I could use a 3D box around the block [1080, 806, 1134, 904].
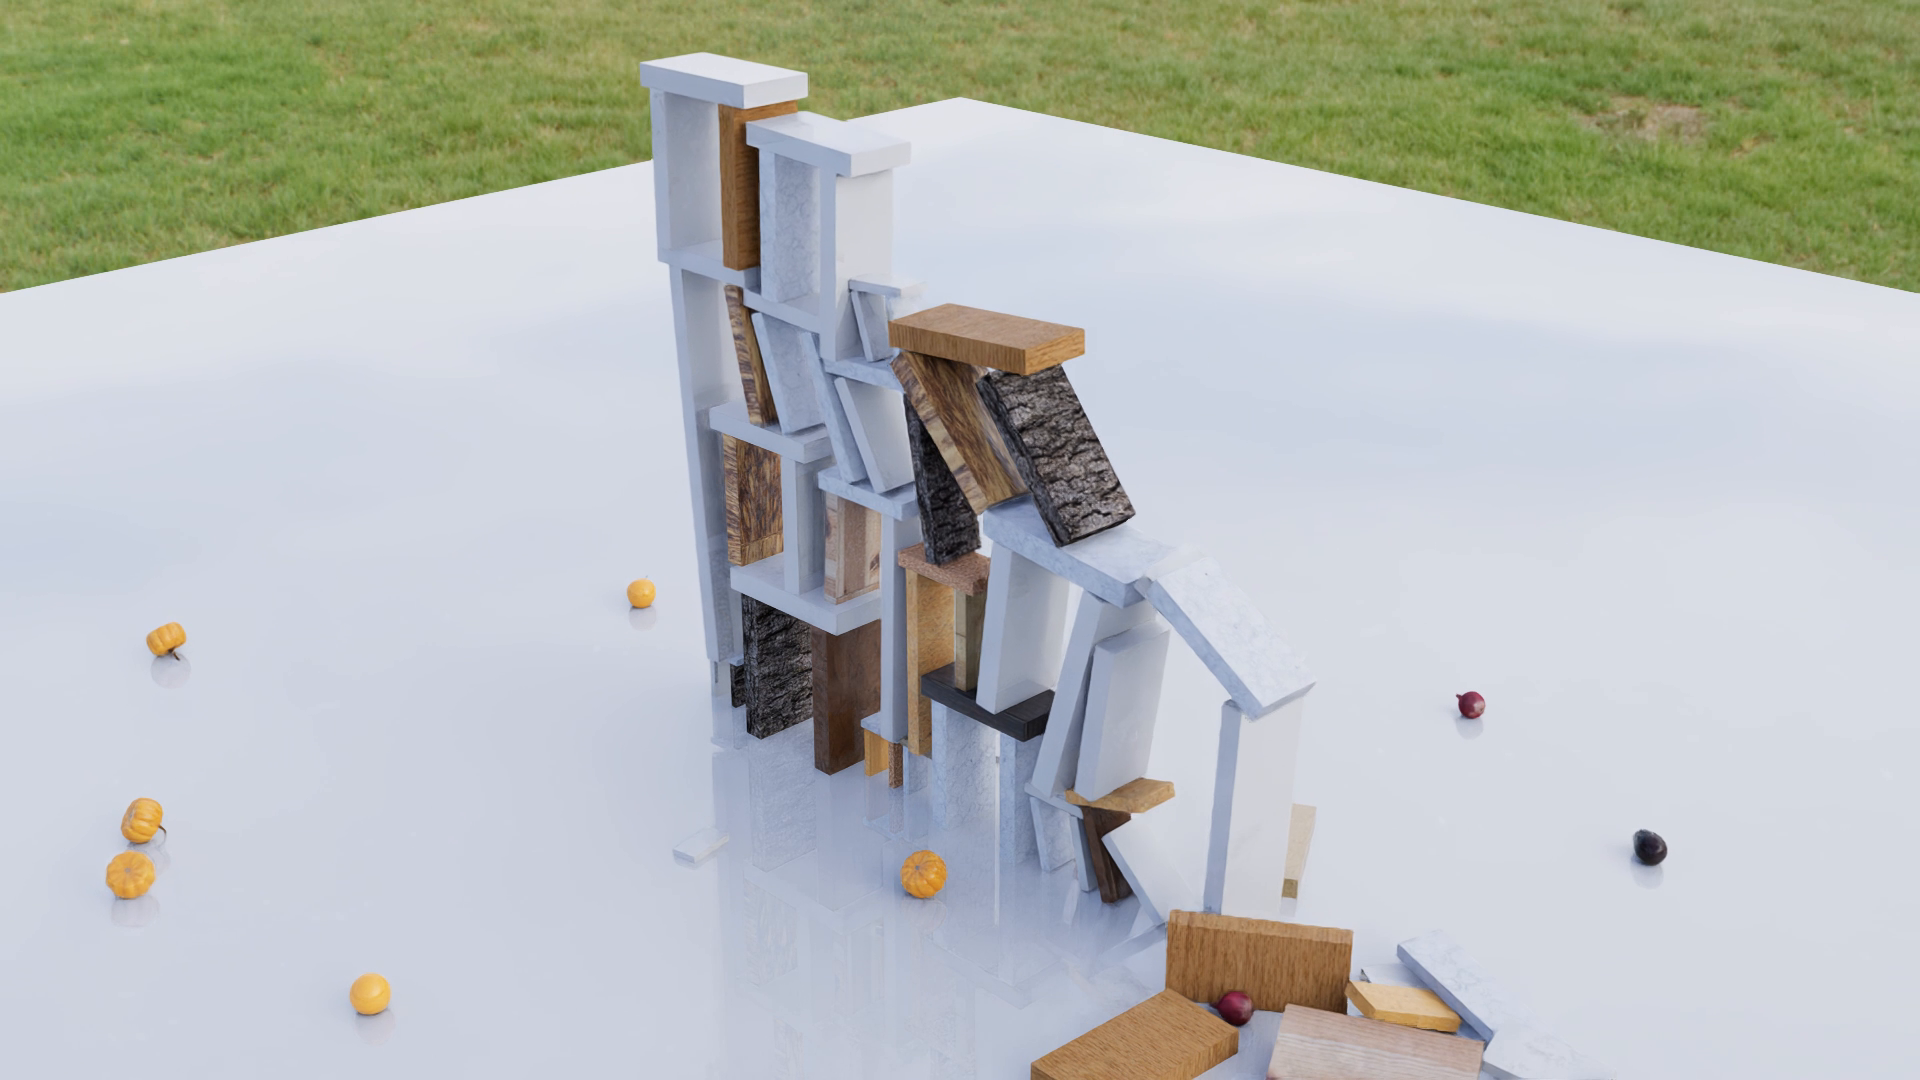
[{"bbox_3d":[0.290,0.577,4.155,0.096,0.193,0.027,-21,13,-40],"label":"block"}]

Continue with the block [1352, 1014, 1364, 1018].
[{"bbox_3d":[0.728,0.859,3.703,0.091,0.026,0.182,-2,23,-5],"label":"block"}]

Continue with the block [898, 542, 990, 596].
[{"bbox_3d":[-0.011,0.050,4.251,0.104,0.029,0.208,-21,31,-40],"label":"block"}]

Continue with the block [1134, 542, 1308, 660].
[{"bbox_3d":[0.452,0.139,3.811,0.288,0.041,0.144,45,45,15],"label":"block"}]

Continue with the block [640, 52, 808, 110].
[{"bbox_3d":[-0.468,-0.909,4.343,0.162,0.046,0.324,-21,31,-41],"label":"block"}]

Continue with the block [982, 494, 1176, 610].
[{"bbox_3d":[0.227,0.009,3.985,0.175,0.050,0.351,-21,36,-40],"label":"block"}]

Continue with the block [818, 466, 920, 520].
[{"bbox_3d":[-0.155,-0.103,4.359,0.121,0.034,0.243,-21,31,-41],"label":"block"}]

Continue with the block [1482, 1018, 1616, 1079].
[{"bbox_3d":[0.966,0.870,3.618,0.194,0.028,0.097,21,47,30],"label":"block"}]

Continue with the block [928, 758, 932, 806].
[{"bbox_3d":[-0.039,0.485,4.475,0.055,0.111,0.016,-20,30,-39],"label":"block"}]

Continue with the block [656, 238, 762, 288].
[{"bbox_3d":[-0.477,-0.577,4.502,0.141,0.040,0.283,-21,31,-40],"label":"block"}]

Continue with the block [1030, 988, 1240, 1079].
[{"bbox_3d":[0.293,0.864,3.666,0.327,0.046,0.163,-19,29,-37],"label":"block"}]

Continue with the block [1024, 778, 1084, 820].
[{"bbox_3d":[0.204,0.484,4.201,0.076,0.022,0.152,-21,31,-40],"label":"block"}]

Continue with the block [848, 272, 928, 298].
[{"bbox_3d":[-0.137,-0.482,4.159,0.139,0.020,0.070,16,27,40],"label":"block"}]

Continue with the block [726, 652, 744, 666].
[{"bbox_3d":[-0.509,0.249,4.882,0.106,0.015,0.053,21,31,40],"label":"block"}]

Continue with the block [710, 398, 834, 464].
[{"bbox_3d":[-0.363,-0.233,4.521,0.296,0.042,0.148,21,31,41],"label":"block"}]

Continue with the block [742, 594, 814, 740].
[{"bbox_3d":[-0.387,0.248,4.749,0.167,0.334,0.047,-21,31,-41],"label":"block"}]

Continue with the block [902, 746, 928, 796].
[{"bbox_3d":[-0.091,0.465,4.524,0.016,0.111,0.055,21,31,41],"label":"block"}]

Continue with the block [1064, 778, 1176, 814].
[{"bbox_3d":[0.297,0.471,4.101,0.096,0.027,0.193,-20,14,-39],"label":"block"}]

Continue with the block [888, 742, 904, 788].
[{"bbox_3d":[-0.123,0.455,4.549,0.015,0.109,0.054,21,31,41],"label":"block"}]

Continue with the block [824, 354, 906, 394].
[{"bbox_3d":[-0.140,-0.333,4.238,0.118,0.033,0.236,-21,28,-40],"label":"block"}]

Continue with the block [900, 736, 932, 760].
[{"bbox_3d":[-0.065,0.417,4.475,0.055,0.016,0.111,-21,31,-40],"label":"block"}]

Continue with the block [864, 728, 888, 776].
[{"bbox_3d":[-0.174,0.435,4.597,0.015,0.109,0.054,21,31,41],"label":"block"}]

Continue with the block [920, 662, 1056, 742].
[{"bbox_3d":[0.071,0.305,4.272,0.140,0.040,0.281,-21,31,-40],"label":"block"}]

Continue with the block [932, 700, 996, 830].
[{"bbox_3d":[0.008,0.427,4.395,0.040,0.281,0.140,21,31,41],"label":"block"}]

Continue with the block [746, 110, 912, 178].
[{"bbox_3d":[-0.251,-0.754,4.173,0.151,0.043,0.302,-21,33,-40],"label":"block"}]

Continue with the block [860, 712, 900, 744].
[{"bbox_3d":[-0.148,0.388,4.549,0.109,0.015,0.054,21,31,41],"label":"block"}]

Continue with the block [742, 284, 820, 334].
[{"bbox_3d":[-0.303,-0.465,4.357,0.123,0.035,0.246,-21,33,-40],"label":"block"}]

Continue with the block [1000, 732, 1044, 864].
[{"bbox_3d":[0.140,0.477,4.276,0.140,0.281,0.040,-21,31,-40],"label":"block"}]

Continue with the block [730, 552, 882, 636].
[{"bbox_3d":[-0.308,0.103,4.602,0.334,0.047,0.167,21,31,41],"label":"block"}]

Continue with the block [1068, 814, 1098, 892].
[{"bbox_3d":[0.251,0.583,4.190,0.076,0.152,0.022,-22,18,-41],"label":"block"}]

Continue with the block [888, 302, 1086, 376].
[{"bbox_3d":[0.047,-0.372,4.045,0.334,0.047,0.167,16,27,39],"label":"block"}]

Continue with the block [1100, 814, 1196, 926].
[{"bbox_3d":[0.353,0.618,4.113,0.096,0.027,0.193,-21,73,-40],"label":"block"}]

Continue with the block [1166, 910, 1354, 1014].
[{"bbox_3d":[0.518,0.738,3.819,0.315,0.158,0.045,5,25,11],"label":"block"}]

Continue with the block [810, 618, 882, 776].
[{"bbox_3d":[-0.230,0.310,4.604,0.047,0.334,0.167,21,31,41],"label":"block"}]

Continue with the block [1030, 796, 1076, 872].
[{"bbox_3d":[0.180,0.555,4.257,0.076,0.152,0.022,-21,17,-41],"label":"block"}]
